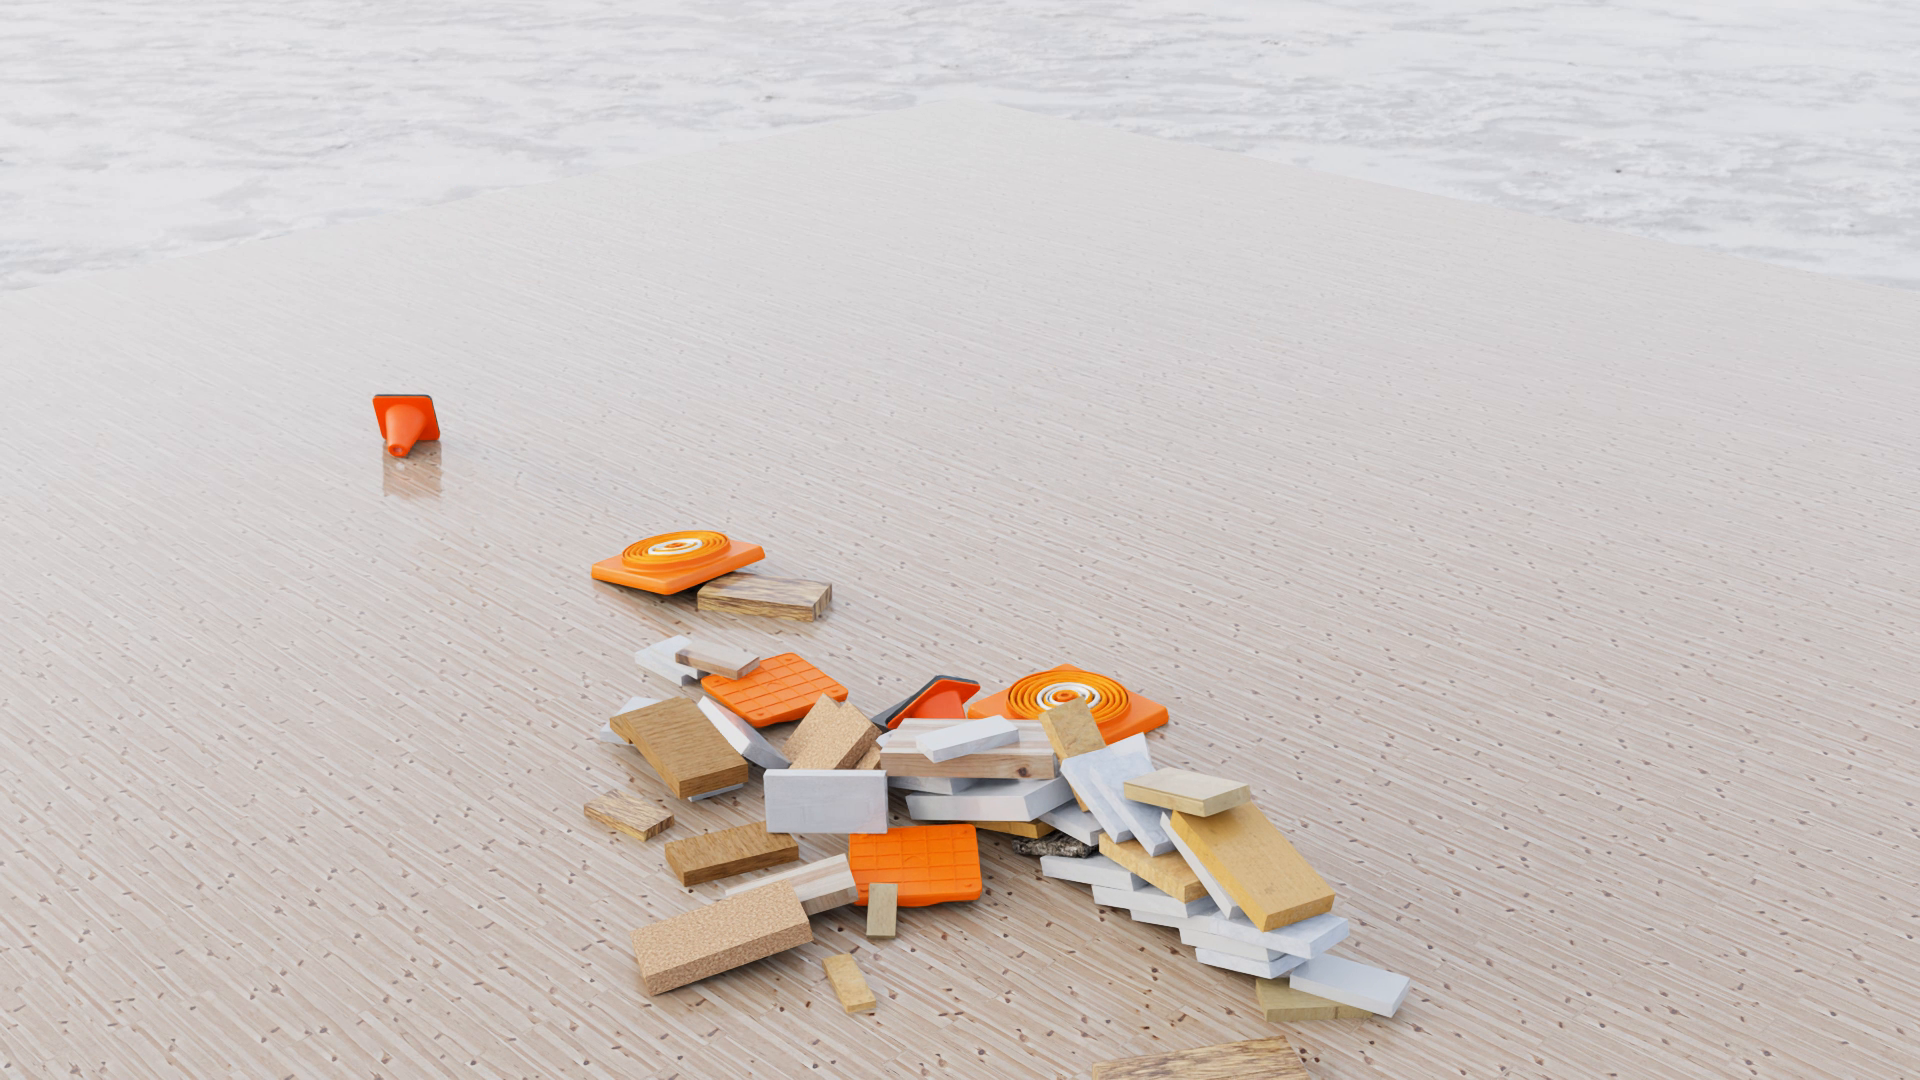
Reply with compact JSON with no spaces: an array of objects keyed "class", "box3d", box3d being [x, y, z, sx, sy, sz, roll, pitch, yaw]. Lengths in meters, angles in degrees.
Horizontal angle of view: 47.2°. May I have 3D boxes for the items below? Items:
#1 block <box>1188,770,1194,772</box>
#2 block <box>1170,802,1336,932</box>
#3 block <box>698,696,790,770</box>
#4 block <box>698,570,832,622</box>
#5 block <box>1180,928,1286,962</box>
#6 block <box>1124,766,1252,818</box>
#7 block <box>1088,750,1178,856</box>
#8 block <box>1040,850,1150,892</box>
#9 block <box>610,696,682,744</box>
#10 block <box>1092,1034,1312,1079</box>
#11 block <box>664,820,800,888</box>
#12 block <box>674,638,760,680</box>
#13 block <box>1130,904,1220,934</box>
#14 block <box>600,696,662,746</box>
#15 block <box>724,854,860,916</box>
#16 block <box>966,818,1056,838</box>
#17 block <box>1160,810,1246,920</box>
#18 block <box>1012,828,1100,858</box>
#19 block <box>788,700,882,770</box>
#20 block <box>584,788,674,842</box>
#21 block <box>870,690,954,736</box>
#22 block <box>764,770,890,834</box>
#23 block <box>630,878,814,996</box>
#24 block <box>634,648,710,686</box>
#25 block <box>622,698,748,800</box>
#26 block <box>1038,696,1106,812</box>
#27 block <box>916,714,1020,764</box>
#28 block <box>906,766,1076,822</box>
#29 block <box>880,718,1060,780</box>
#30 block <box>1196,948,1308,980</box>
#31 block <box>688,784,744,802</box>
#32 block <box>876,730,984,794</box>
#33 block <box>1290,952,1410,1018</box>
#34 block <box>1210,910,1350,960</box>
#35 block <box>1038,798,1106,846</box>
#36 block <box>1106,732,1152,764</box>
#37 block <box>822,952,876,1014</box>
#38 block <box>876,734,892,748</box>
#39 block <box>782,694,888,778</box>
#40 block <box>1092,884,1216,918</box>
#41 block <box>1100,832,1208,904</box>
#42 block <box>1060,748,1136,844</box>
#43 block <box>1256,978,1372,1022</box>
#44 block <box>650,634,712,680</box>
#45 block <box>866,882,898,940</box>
[{"class":"block","box3d":[0.439,0.543,4.443,0.103,0.029,0.268,-1,23,-1]},{"class":"block","box3d":[0.517,0.566,3.906,0.148,0.042,0.295,-12,39,-27]},{"class":"block","box3d":[-0.461,0.415,4.651,0.119,0.034,0.238,35,-1,-37]},{"class":"block","box3d":[-0.477,0.136,5.386,0.295,0.042,0.148,6,24,14]},{"class":"block","box3d":[0.510,0.705,3.943,0.110,0.031,0.220,-18,11,-36]},{"class":"block","box3d":[0.412,0.457,4.003,0.111,0.031,0.222,-13,11,-34]},{"class":"block","box3d":[0.346,0.490,4.097,0.111,0.031,0.222,-13,43,-28]},{"class":"block","box3d":[0.284,0.613,4.173,0.126,0.036,0.253,-19,11,-37]},{"class":"block","box3d":[-0.660,0.389,4.748,0.171,0.024,0.086,-17,31,-33]},{"class":"block","box3d":[0.398,0.893,3.602,0.335,0.042,0.148,-5,24,-12]},{"class":"block","box3d":[-0.445,0.608,4.286,0.234,0.033,0.117,-10,25,-23]},{"class":"block","box3d":[-0.548,0.270,4.969,0.173,0.024,0.086,13,27,28]},{"class":"block","box3d":[0.426,0.676,4.036,0.110,0.031,0.221,-18,9,-36]},{"class":"block","box3d":[-0.709,0.395,4.799,0.086,0.024,0.171,7,24,16]},{"class":"block","box3d":[-0.314,0.661,4.102,0.234,0.033,0.117,-16,25,-7]},{"class":"block","box3d":[0.114,0.550,4.366,0.198,0.028,0.099,3,17,45]},{"class":"block","box3d":[0.470,0.573,3.953,0.111,0.031,0.259,-8,37,-23]},{"class":"block","box3d":[0.204,0.581,4.264,0.099,0.028,0.198,-19,9,-41]},{"class":"block","box3d":[-0.271,0.448,4.467,0.238,0.034,0.119,-49,35,-2]},{"class":"block","box3d":[-0.666,0.553,4.427,0.171,0.024,0.085,17,28,35]},{"class":"block","box3d":[-0.107,0.386,4.818,0.091,0.026,0.182,17,29,35]},{"class":"block","box3d":[-0.261,0.511,4.299,0.238,0.119,0.034,0,15,7]},{"class":"block","box3d":[-0.430,0.712,3.956,0.303,0.043,0.152,-17,27,-12]},{"class":"block","box3d":[-0.661,0.284,5.060,0.086,0.024,0.173,-21,31,-41]},{"class":"block","box3d":[-0.575,0.432,4.587,0.152,0.043,0.303,-12,29,-27]},{"class":"block","box3d":[0.237,0.413,4.258,0.103,0.205,0.029,-19,-10,-40]},{"class":"block","box3d":[0.014,0.389,4.309,0.182,0.026,0.091,-12,19,-20]},{"class":"block","box3d":[0.072,0.501,4.357,0.174,0.049,0.348,-22,9,-41]},{"class":"block","box3d":[0.034,0.412,4.356,0.348,0.049,0.174,-1,18,16]},{"class":"block","box3d":[0.518,0.738,3.917,0.093,0.026,0.185,-18,11,-36]},{"class":"block","box3d":[-0.560,0.469,4.612,0.117,0.033,0.234,-13,26,-29]},{"class":"block","box3d":[-0.077,0.453,4.509,0.174,0.049,0.348,-22,15,-41]},{"class":"block","box3d":[0.680,0.773,3.839,0.185,0.026,0.093,12,26,27]},{"class":"block","box3d":[0.558,0.676,3.852,0.110,0.031,0.220,-20,18,-41]},{"class":"block","box3d":[0.238,0.535,4.233,0.099,0.028,0.198,-14,16,-27]},{"class":"block","box3d":[0.355,0.502,4.500,0.091,0.026,0.353,-22,22,8]},{"class":"block","box3d":[-0.197,0.784,3.894,0.053,0.015,0.157,-8,24,-18]},{"class":"block","box3d":[-0.166,0.428,4.556,0.105,0.015,0.053,-20,14,-37]},{"class":"block","box3d":[-0.252,0.446,4.528,0.043,0.152,0.303,36,1,-34]},{"class":"block","box3d":[0.376,0.647,4.072,0.126,0.036,0.253,-18,9,-36]},{"class":"block","box3d":[0.383,0.585,4.042,0.126,0.036,0.253,-15,23,-30]},{"class":"block","box3d":[0.286,0.480,4.146,0.103,0.029,0.205,-12,43,-27]},{"class":"block","box3d":[0.618,0.800,3.842,0.185,0.026,0.093,-2,23,-4]},{"class":"block","box3d":[-0.623,0.267,5.037,0.086,0.024,0.173,-21,31,-40]},{"class":"block","box3d":[-0.143,0.685,4.059,0.053,0.015,0.105,1,55,2]}]
